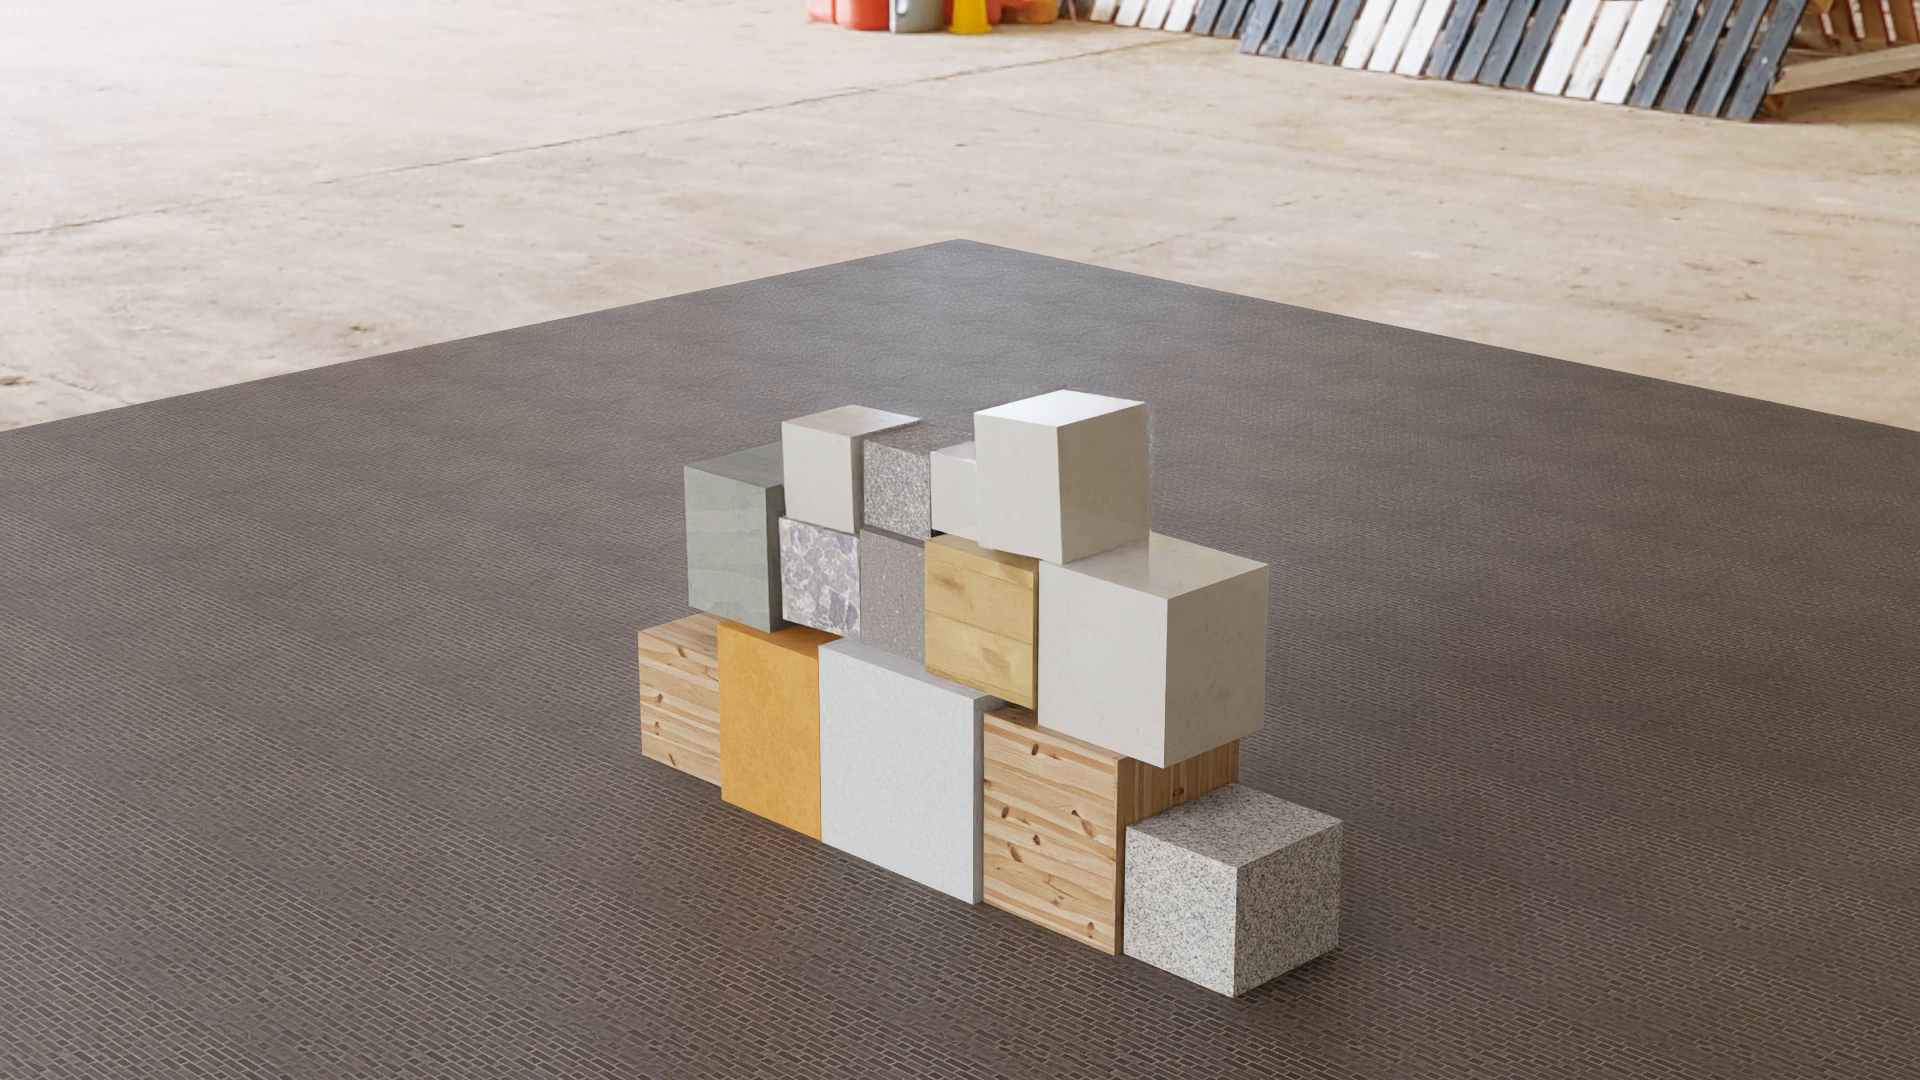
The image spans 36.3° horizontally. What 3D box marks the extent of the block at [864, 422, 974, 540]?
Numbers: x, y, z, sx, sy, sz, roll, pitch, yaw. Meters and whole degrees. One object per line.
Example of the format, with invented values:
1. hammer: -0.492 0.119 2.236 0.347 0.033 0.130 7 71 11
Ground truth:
1. block: -0.134 -0.267 13.424 0.428 0.397 0.435 -17 24 -42

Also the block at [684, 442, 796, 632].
1. block: -0.880 -0.030 14.236 0.669 0.710 0.592 -17 23 -42

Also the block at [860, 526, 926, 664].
1. block: -0.099 0.208 13.495 0.530 0.551 0.481 -17 24 -42

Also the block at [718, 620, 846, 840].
1. block: -0.604 0.819 14.226 0.865 0.906 0.716 -17 24 -42

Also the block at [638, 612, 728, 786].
1. block: -1.107 0.776 14.773 0.703 0.661 0.730 -17 24 -42

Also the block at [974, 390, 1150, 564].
1. block: 0.446 -0.284 12.776 0.562 0.597 0.492 -17 20 -42

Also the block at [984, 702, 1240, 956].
1. block: 0.670 1.192 13.043 0.805 0.905 0.792 -17 24 -42

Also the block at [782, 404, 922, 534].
1. block: -0.502 -0.337 13.746 0.451 0.459 0.469 -17 22 -42

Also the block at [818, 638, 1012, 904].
1. block: 0.002 0.971 13.620 0.847 0.980 1.004 -17 24 -42

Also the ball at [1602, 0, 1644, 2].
1. ball: 3.645 -3.744 15.986 1.600 1.600 1.600 0 17 0

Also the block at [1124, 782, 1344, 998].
1. block: 1.173 1.493 12.608 0.707 0.591 0.615 -17 24 -42

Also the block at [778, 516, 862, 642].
1. block: -0.472 0.127 13.864 0.525 0.499 0.540 -17 22 -42

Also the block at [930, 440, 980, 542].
1. block: 0.137 -0.224 13.113 0.376 0.356 0.379 -17 22 -42

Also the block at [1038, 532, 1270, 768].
1. block: 0.829 0.454 12.635 0.657 0.748 0.726 -17 24 -42

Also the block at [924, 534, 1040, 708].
1. block: 0.315 0.297 13.093 0.668 0.623 0.665 -17 24 -42
